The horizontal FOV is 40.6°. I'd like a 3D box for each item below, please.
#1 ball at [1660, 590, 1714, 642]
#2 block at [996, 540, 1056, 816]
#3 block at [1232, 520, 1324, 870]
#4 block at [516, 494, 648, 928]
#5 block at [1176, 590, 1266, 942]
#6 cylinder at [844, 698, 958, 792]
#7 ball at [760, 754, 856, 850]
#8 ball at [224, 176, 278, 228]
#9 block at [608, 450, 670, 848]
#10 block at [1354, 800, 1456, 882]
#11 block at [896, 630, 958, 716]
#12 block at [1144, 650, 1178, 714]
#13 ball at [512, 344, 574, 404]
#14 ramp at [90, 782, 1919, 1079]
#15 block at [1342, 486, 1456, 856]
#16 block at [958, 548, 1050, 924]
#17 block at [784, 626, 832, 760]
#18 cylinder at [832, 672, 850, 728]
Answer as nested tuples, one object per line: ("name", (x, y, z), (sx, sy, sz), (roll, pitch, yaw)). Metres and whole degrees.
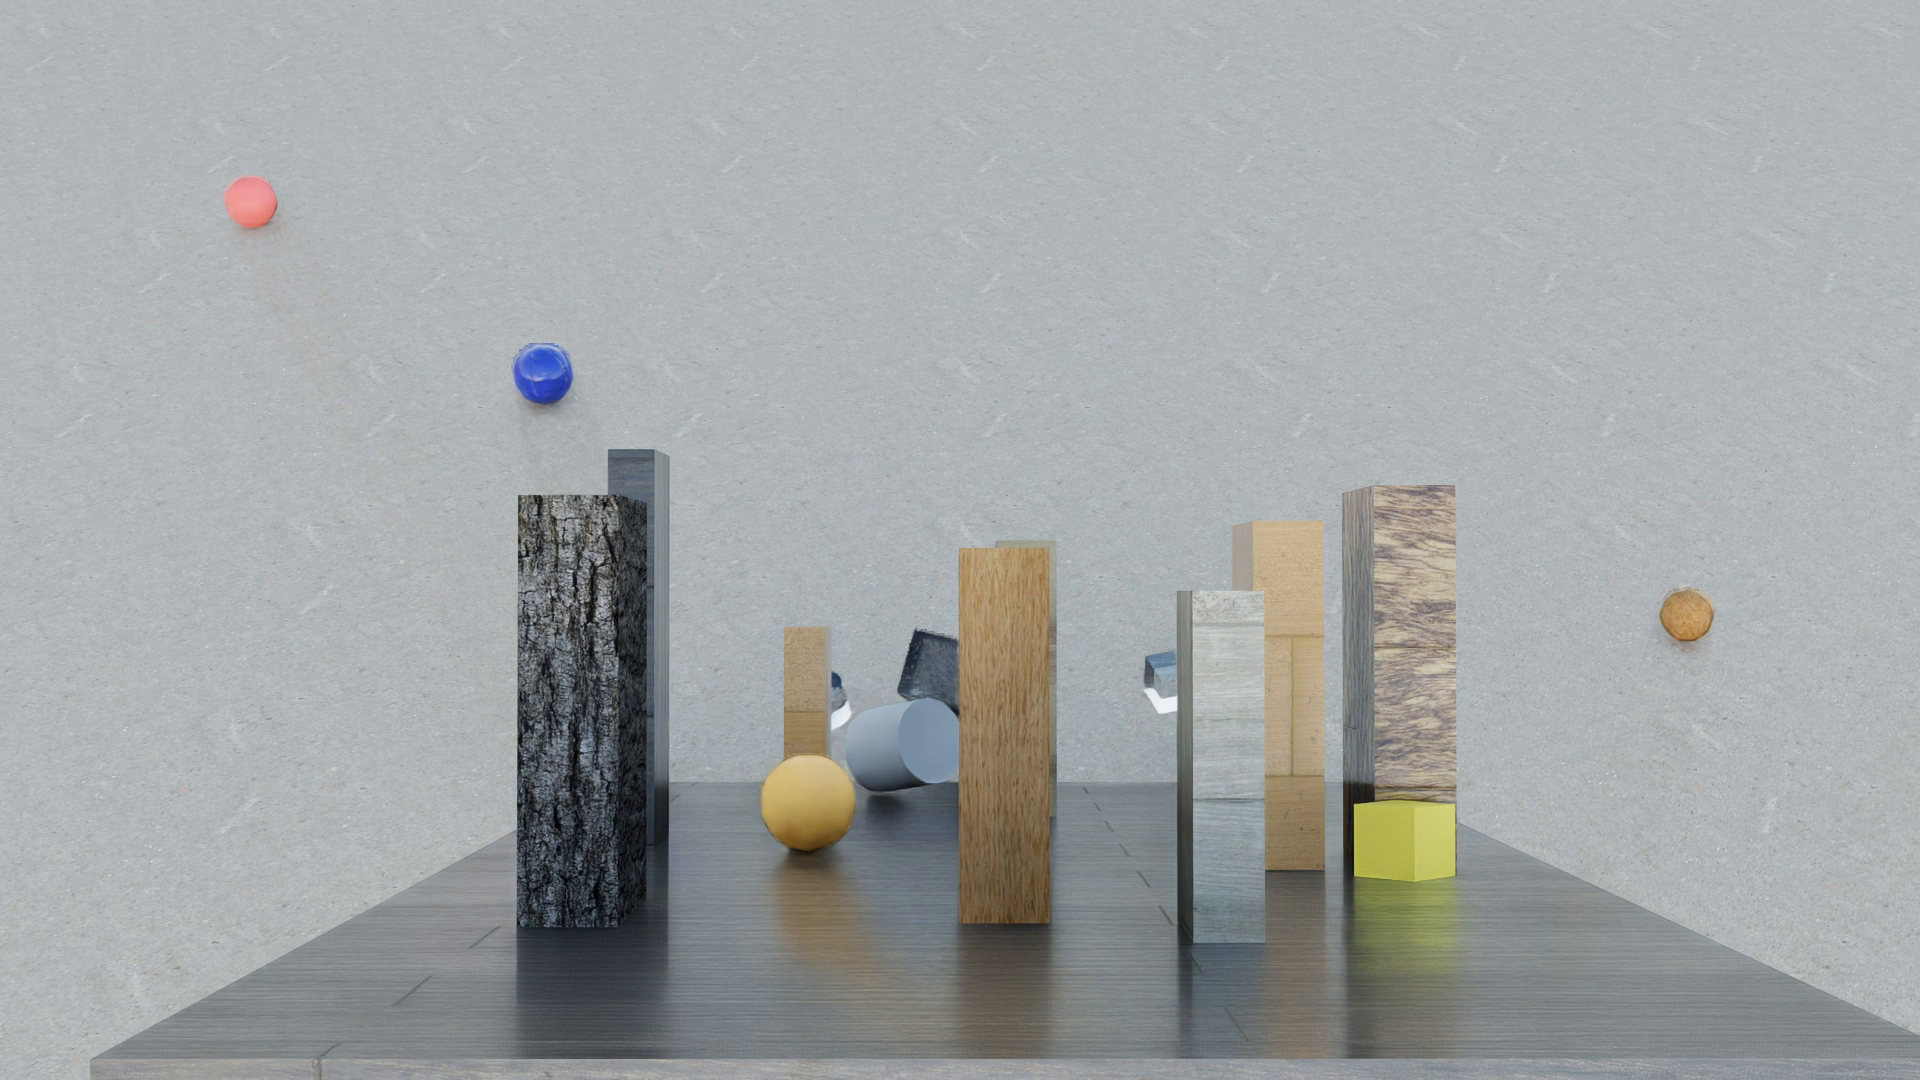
("ball", (2.076, 0.217, 7.412), (0.147, 0.147, 0.147), (0, 33, 0))
("block", (0.148, 0.309, 5.880), (0.131, 0.610, 0.295), (0, -1, 0))
("block", (0.588, 0.281, 4.819), (0.126, 0.623, 0.361), (0, -1, 0))
("block", (-0.583, 0.257, 4.028), (0.150, 0.641, 0.352), (0, -1, 0))
("block", (0.381, 0.324, 3.809), (0.102, 0.498, 0.267), (0, -1, 0))
("cylinder", (-0.136, 0.502, 6.324), (0.207, 0.207, 0.207), (-15, 14, 48))
("ball", (-0.291, 0.504, 4.977), (0.185, 0.185, 0.185), (0, 33, 0))
("ball", (-2.631, -1.253, 9.625), (0.187, 0.187, 0.187), (0, 33, 0))
("block", (-0.638, 0.213, 5.156), (0.091, 0.774, 0.261), (0, -1, 0))
("block", (0.777, 0.524, 4.534), (0.125, 0.125, 0.125), (-1, -2, 44))
("block", (-0.043, 0.369, 7.083), (0.178, 0.178, 0.178), (12, 78, 18))
("block", (0.586, 0.390, 7.174), (0.117, 0.117, 0.117), (-10, 34, -15))
("ball", (-1.371, -0.545, 8.531), (0.198, 0.198, 0.198), (0, 33, 0))
("ramp", (0.073, 0.642, 4.759), (2.000, 0.100, 4.000), (0, -1, 0))
("block", (0.812, 0.249, 4.821), (0.146, 0.687, 0.386), (0, -1, 0))
("block", (0.066, 0.297, 4.065), (0.136, 0.563, 0.342), (0, -1, 0))
("block", (-0.342, 0.404, 5.836), (0.090, 0.418, 0.277), (0, -1, 0))
("cylinder", (-0.364, 0.437, 7.055), (0.112, 0.112, 0.112), (-8, 42, 7))
